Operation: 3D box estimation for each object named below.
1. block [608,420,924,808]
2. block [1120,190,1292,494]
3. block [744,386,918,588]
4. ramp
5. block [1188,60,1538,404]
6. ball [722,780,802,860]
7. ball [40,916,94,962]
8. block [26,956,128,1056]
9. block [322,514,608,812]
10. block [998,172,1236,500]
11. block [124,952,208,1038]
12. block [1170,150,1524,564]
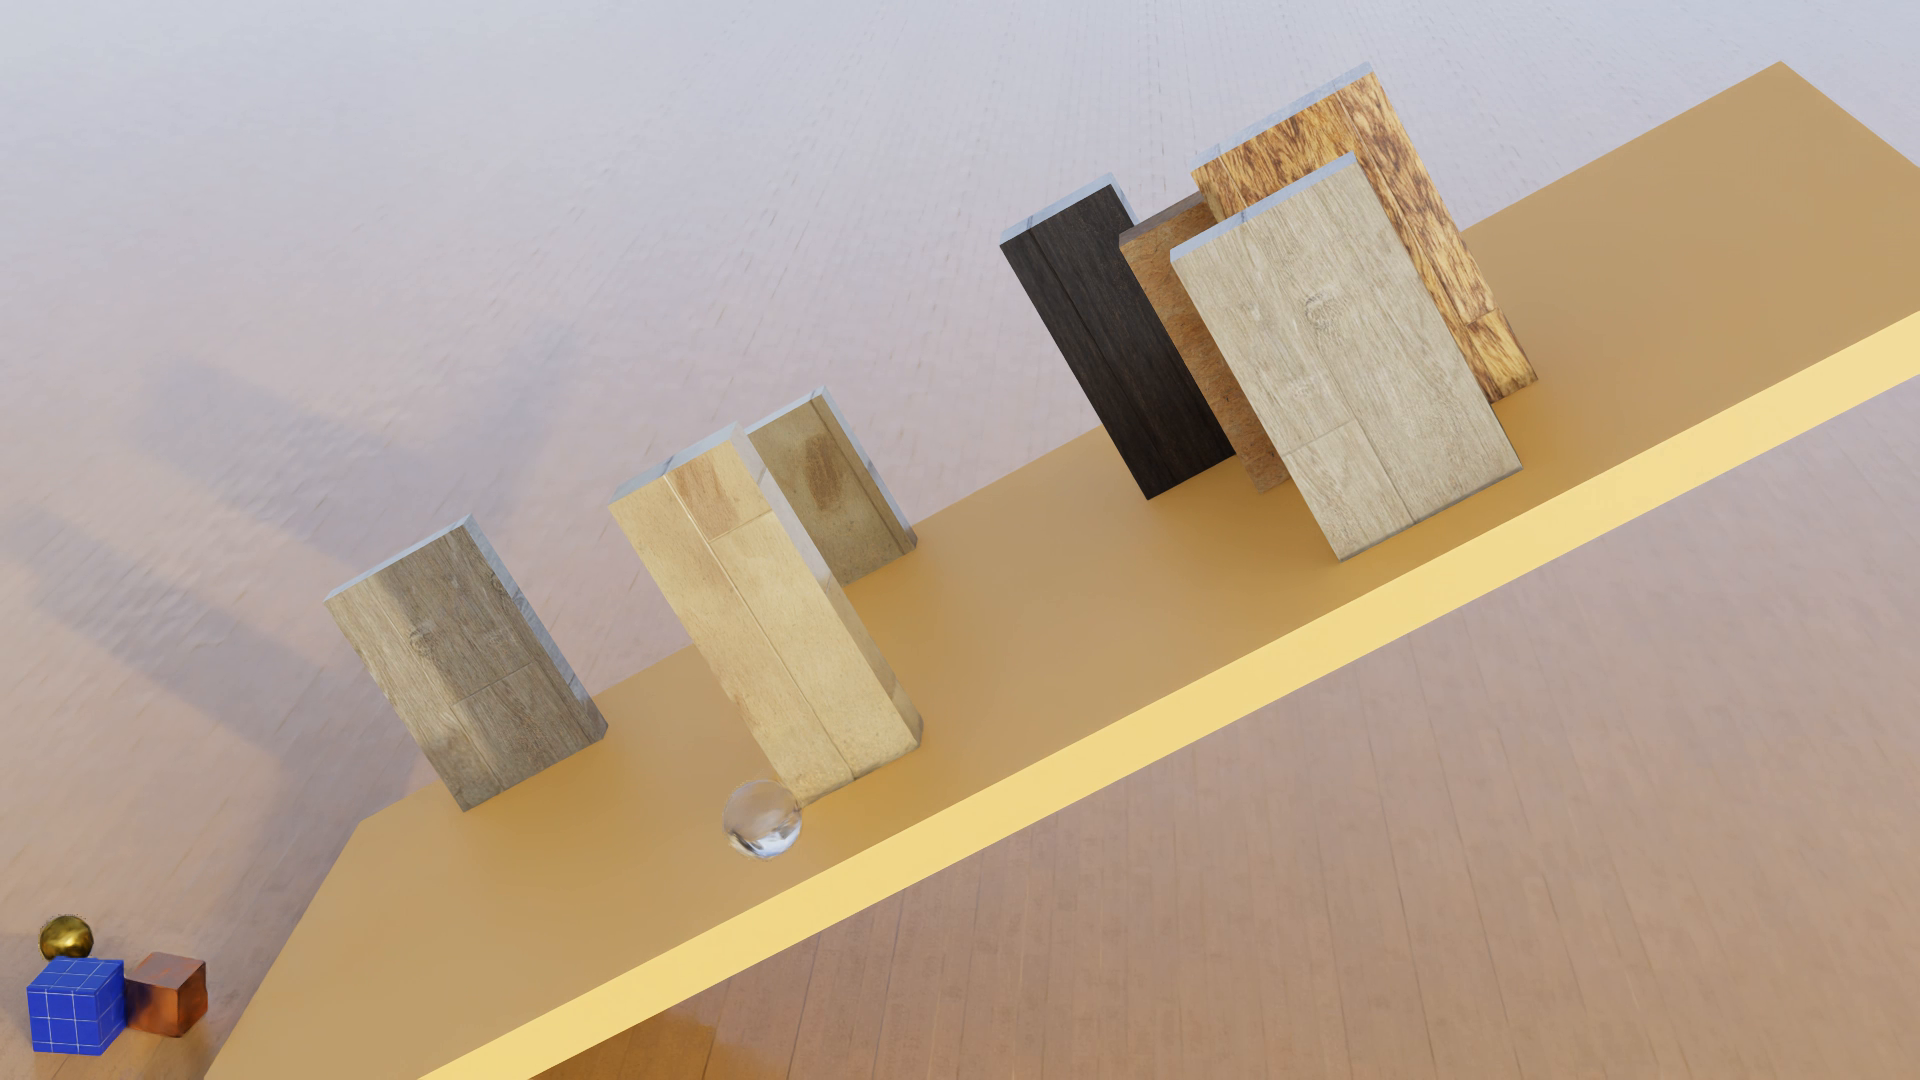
[{"bbox_3d":[-0.372,0.149,5.736,0.274,0.717,0.131,-28,15,12],"label":"block"},{"bbox_3d":[0.589,-0.421,5.960,0.280,0.591,0.121,-28,15,12],"label":"block"},{"bbox_3d":[-0.333,-0.112,7.085,0.273,0.443,0.084,-28,15,12],"label":"block"},{"bbox_3d":[0.142,0.168,6.284,4.000,0.100,2.000,-28,15,12],"label":"ramp"},{"bbox_3d":[0.784,-0.526,5.720,0.393,0.689,0.128,-28,15,12],"label":"block"},{"bbox_3d":[-0.376,0.533,5.603,0.151,0.151,0.151,0,18,0],"label":"ball"},{"bbox_3d":[-2.134,0.958,7.024,0.123,0.123,0.123,0,18,0],"label":"ball"},{"bbox_3d":[-2.000,1.056,6.673,0.159,0.159,0.159,3,19,8],"label":"block"},{"bbox_3d":[-1.184,0.300,7.069,0.403,0.620,0.085,-28,15,12],"label":"block"},{"bbox_3d":[0.365,-0.438,6.346,0.271,0.650,0.131,-28,15,12],"label":"block"},{"bbox_3d":[-1.818,1.041,6.739,0.130,0.130,0.130,9,23,13],"label":"block"},{"bbox_3d":[0.698,-0.326,5.311,0.371,0.645,0.103,-28,15,12],"label":"block"}]
